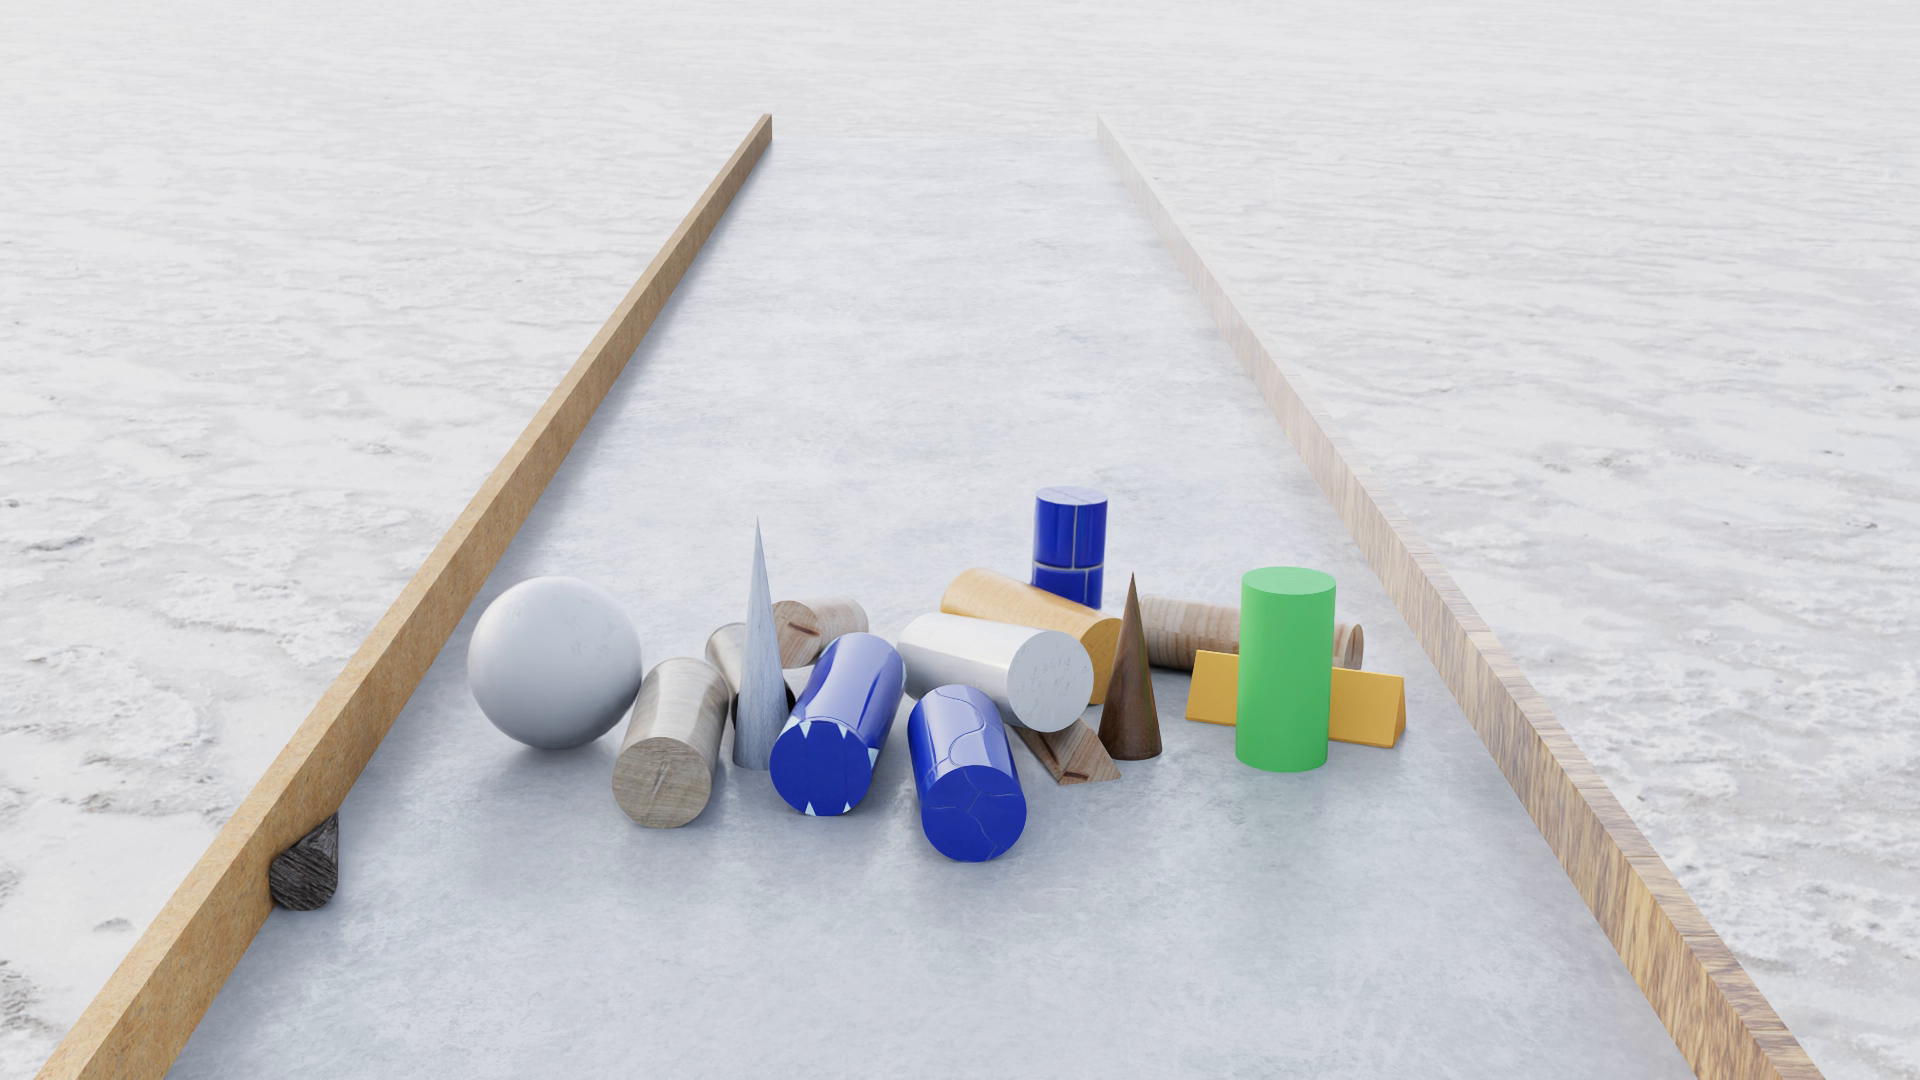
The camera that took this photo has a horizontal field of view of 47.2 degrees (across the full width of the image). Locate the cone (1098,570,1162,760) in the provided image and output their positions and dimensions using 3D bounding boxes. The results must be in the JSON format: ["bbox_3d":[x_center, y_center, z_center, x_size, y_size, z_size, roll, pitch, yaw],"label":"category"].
[{"bbox_3d":[0.304,0.213,3.917,0.122,0.338,0.122,0,17,0],"label":"cone"}]

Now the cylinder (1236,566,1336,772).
[{"bbox_3d":[0.574,0.227,3.887,0.164,0.328,0.164,0,17,0],"label":"cylinder"}]

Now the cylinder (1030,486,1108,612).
[{"bbox_3d":[0.219,0.058,4.480,0.148,0.309,0.148,2,16,-1],"label":"cylinder"}]

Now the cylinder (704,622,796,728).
[{"bbox_3d":[-0.395,0.264,4.126,0.122,0.122,0.333,-4,17,-14],"label":"cylinder"}]

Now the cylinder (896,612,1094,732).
[{"bbox_3d":[0.055,0.235,3.986,0.177,0.177,0.415,-9,7,-29],"label":"cylinder"}]

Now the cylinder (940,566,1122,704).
[{"bbox_3d":[0.150,0.183,4.313,0.170,0.170,0.408,-12,21,-36],"label":"cylinder"}]

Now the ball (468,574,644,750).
[{"bbox_3d":[-0.723,0.219,3.941,0.313,0.313,0.313,0,17,0],"label":"ball"}]

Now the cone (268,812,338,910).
[{"bbox_3d":[-1.019,0.484,3.512,0.102,0.102,0.378,-2,9,-8],"label":"cone"}]

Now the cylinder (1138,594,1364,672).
[{"bbox_3d":[0.560,0.203,4.299,0.430,0.140,0.140,8,18,25],"label":"cylinder"}]

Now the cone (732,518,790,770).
[{"bbox_3d":[-0.349,0.172,3.854,0.113,0.453,0.113,0,17,0],"label":"cone"}]

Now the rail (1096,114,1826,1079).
[{"bbox_3d":[0.932,-0.844,7.801,0.050,0.150,12.000,0,17,-1],"label":"rail"}]

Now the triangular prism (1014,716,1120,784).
[{"bbox_3d":[0.180,0.323,3.961,0.112,0.097,0.350,-5,17,-15],"label":"triangular prism"}]

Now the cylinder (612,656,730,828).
[{"bbox_3d":[-0.494,0.343,3.788,0.163,0.163,0.388,0,17,-1],"label":"cylinder"}]

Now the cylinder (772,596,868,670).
[{"bbox_3d":[-0.281,0.175,4.236,0.128,0.128,0.382,3,0,11],"label":"cylinder"}]

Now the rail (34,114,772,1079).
[{"bbox_3d":[-1.118,-0.838,7.780,0.050,0.150,12.000,0,17,-1],"label":"rail"}]

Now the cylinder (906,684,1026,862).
[{"bbox_3d":[0.007,0.381,3.650,0.168,0.168,0.365,-1,17,-5],"label":"cylinder"}]

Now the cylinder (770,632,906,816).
[{"bbox_3d":[-0.207,0.316,3.863,0.172,0.172,0.448,2,17,6],"label":"cylinder"}]

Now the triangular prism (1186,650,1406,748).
[{"bbox_3d":[0.624,0.281,4.070,0.386,0.114,0.132,7,17,21],"label":"triangular prism"}]
